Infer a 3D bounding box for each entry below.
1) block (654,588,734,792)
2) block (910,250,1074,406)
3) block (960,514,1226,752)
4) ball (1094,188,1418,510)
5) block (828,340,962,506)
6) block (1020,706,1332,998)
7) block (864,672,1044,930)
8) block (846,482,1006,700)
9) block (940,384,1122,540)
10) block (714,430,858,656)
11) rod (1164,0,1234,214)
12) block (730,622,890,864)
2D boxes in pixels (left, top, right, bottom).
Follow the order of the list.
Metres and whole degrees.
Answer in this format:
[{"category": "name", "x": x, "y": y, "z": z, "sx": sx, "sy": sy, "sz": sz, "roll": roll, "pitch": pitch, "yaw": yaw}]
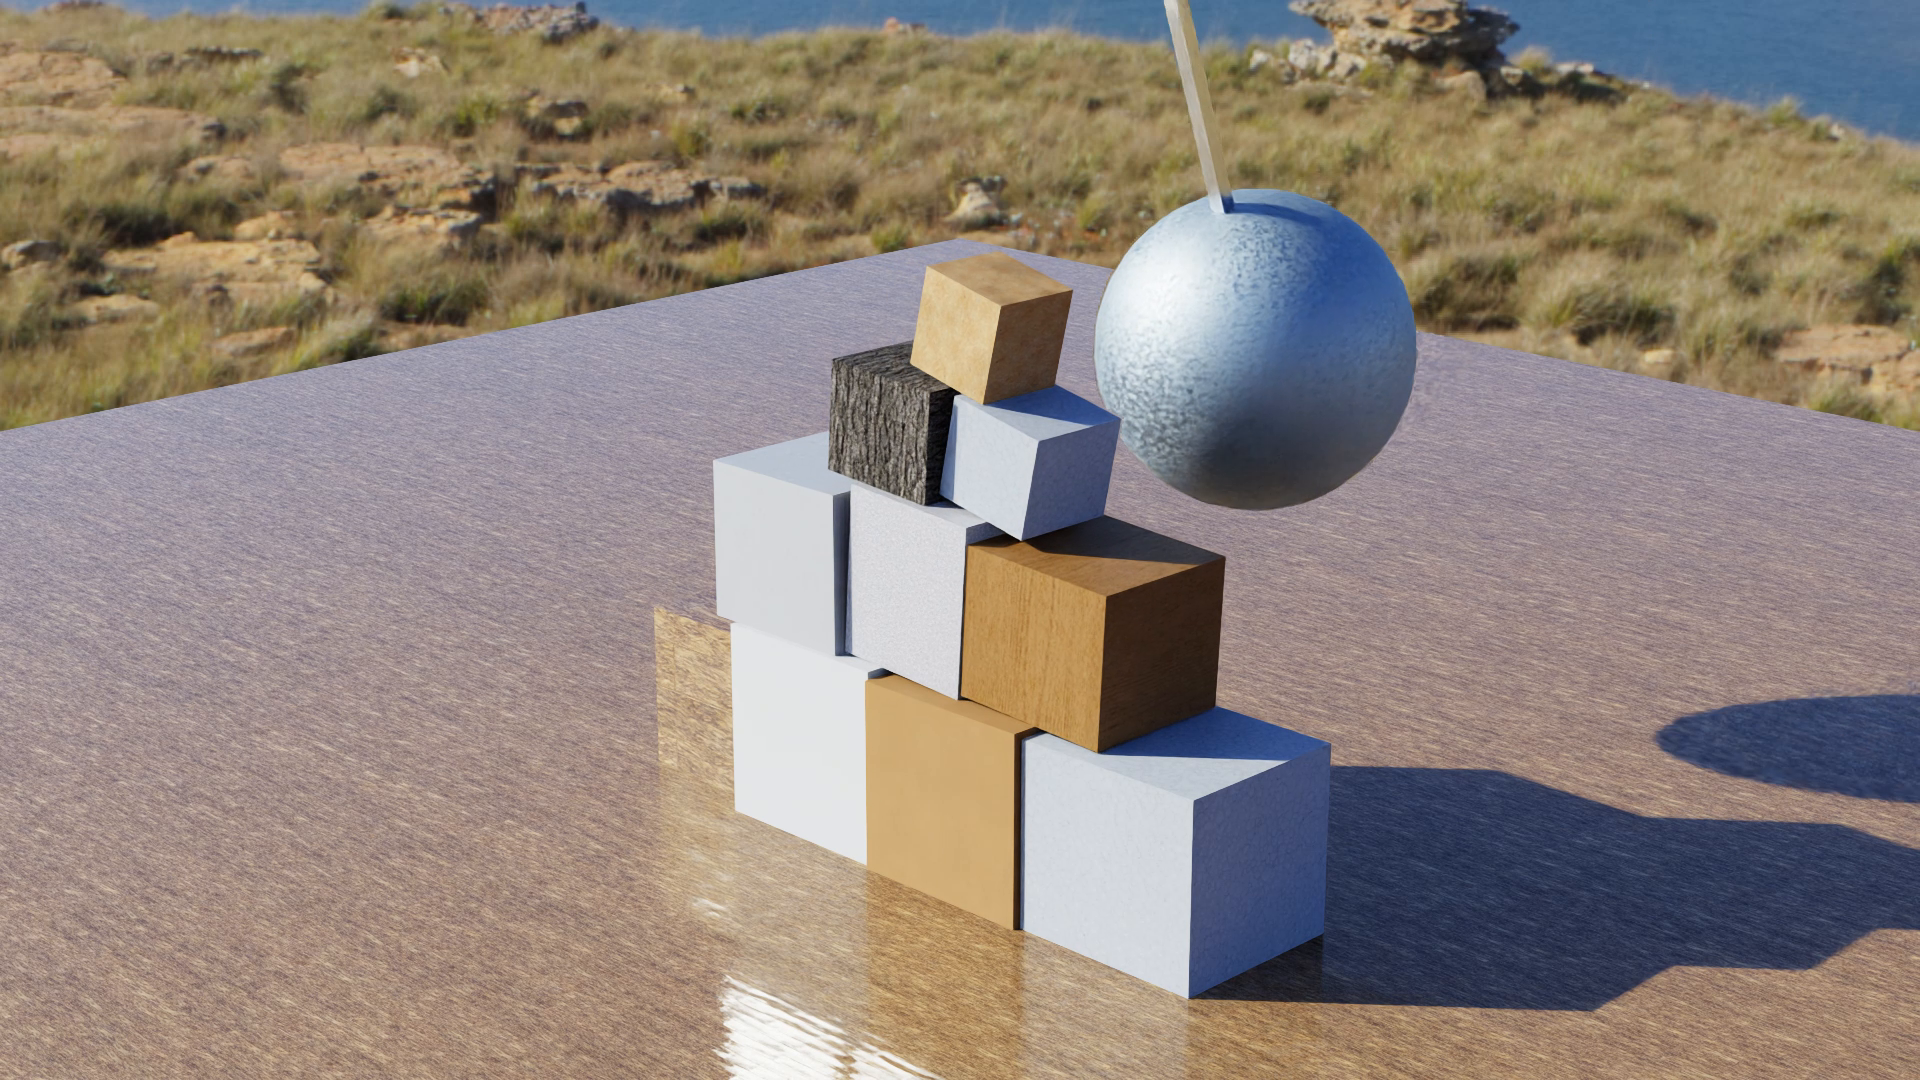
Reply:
[{"category": "block", "x": -1.015, "y": 0.730, "z": 14.649, "sx": 0.677, "sy": 0.824, "sz": 0.750, "roll": -17, "pitch": 24, "yaw": -42}, {"category": "block", "x": 0.138, "y": -0.940, "z": 12.932, "sx": 0.455, "sy": 0.470, "sz": 0.464, "roll": -17, "pitch": 37, "yaw": -43}, {"category": "block", "x": 0.580, "y": 0.381, "z": 12.870, "sx": 0.773, "sy": 0.709, "sz": 0.820, "roll": -17, "pitch": 27, "yaw": -42}, {"category": "ball", "x": 1.467, "y": -0.944, "z": 14.582, "sx": 1.600, "sy": 1.600, "sz": 1.600, "roll": 0, "pitch": 17, "yaw": 0}, {"category": "block", "x": -0.142, "y": -0.549, "z": 13.292, "sx": 0.636, "sy": 0.526, "sz": 0.631, "roll": -17, "pitch": 28, "yaw": -42}, {"category": "block", "x": 0.929, "y": 1.291, "z": 12.746, "sx": 0.907, "sy": 0.893, "sz": 0.974, "roll": -17, "pitch": 24, "yaw": -42}, {"category": "block", "x": 0.260, "y": 1.068, "z": 13.407, "sx": 1.014, "sy": 0.922, "sz": 0.938, "roll": -17, "pitch": 24, "yaw": -42}, {"category": "block", "x": 0.021, "y": 0.147, "z": 13.364, "sx": 0.769, "sy": 0.815, "sz": 0.732, "roll": -17, "pitch": 28, "yaw": -42}, {"category": "block", "x": 0.307, "y": -0.368, "z": 12.919, "sx": 0.528, "sy": 0.476, "sz": 0.516, "roll": -17, "pitch": 36, "yaw": -42}, {"category": "block", "x": -0.555, "y": -0.014, "z": 13.921, "sx": 0.885, "sy": 0.771, "sz": 0.829, "roll": -17, "pitch": 24, "yaw": -42}, {"category": "rod", "x": 0.636, "y": -3.739, "z": 12.833, "sx": 0.080, "sy": 5.200, "sz": 0.080, "roll": 17, "pitch": 44, "yaw": 42}, {"category": "block", "x": -0.421, "y": 0.853, "z": 14.038, "sx": 0.936, "sy": 0.954, "sz": 0.947, "roll": -17, "pitch": 24, "yaw": -42}]
